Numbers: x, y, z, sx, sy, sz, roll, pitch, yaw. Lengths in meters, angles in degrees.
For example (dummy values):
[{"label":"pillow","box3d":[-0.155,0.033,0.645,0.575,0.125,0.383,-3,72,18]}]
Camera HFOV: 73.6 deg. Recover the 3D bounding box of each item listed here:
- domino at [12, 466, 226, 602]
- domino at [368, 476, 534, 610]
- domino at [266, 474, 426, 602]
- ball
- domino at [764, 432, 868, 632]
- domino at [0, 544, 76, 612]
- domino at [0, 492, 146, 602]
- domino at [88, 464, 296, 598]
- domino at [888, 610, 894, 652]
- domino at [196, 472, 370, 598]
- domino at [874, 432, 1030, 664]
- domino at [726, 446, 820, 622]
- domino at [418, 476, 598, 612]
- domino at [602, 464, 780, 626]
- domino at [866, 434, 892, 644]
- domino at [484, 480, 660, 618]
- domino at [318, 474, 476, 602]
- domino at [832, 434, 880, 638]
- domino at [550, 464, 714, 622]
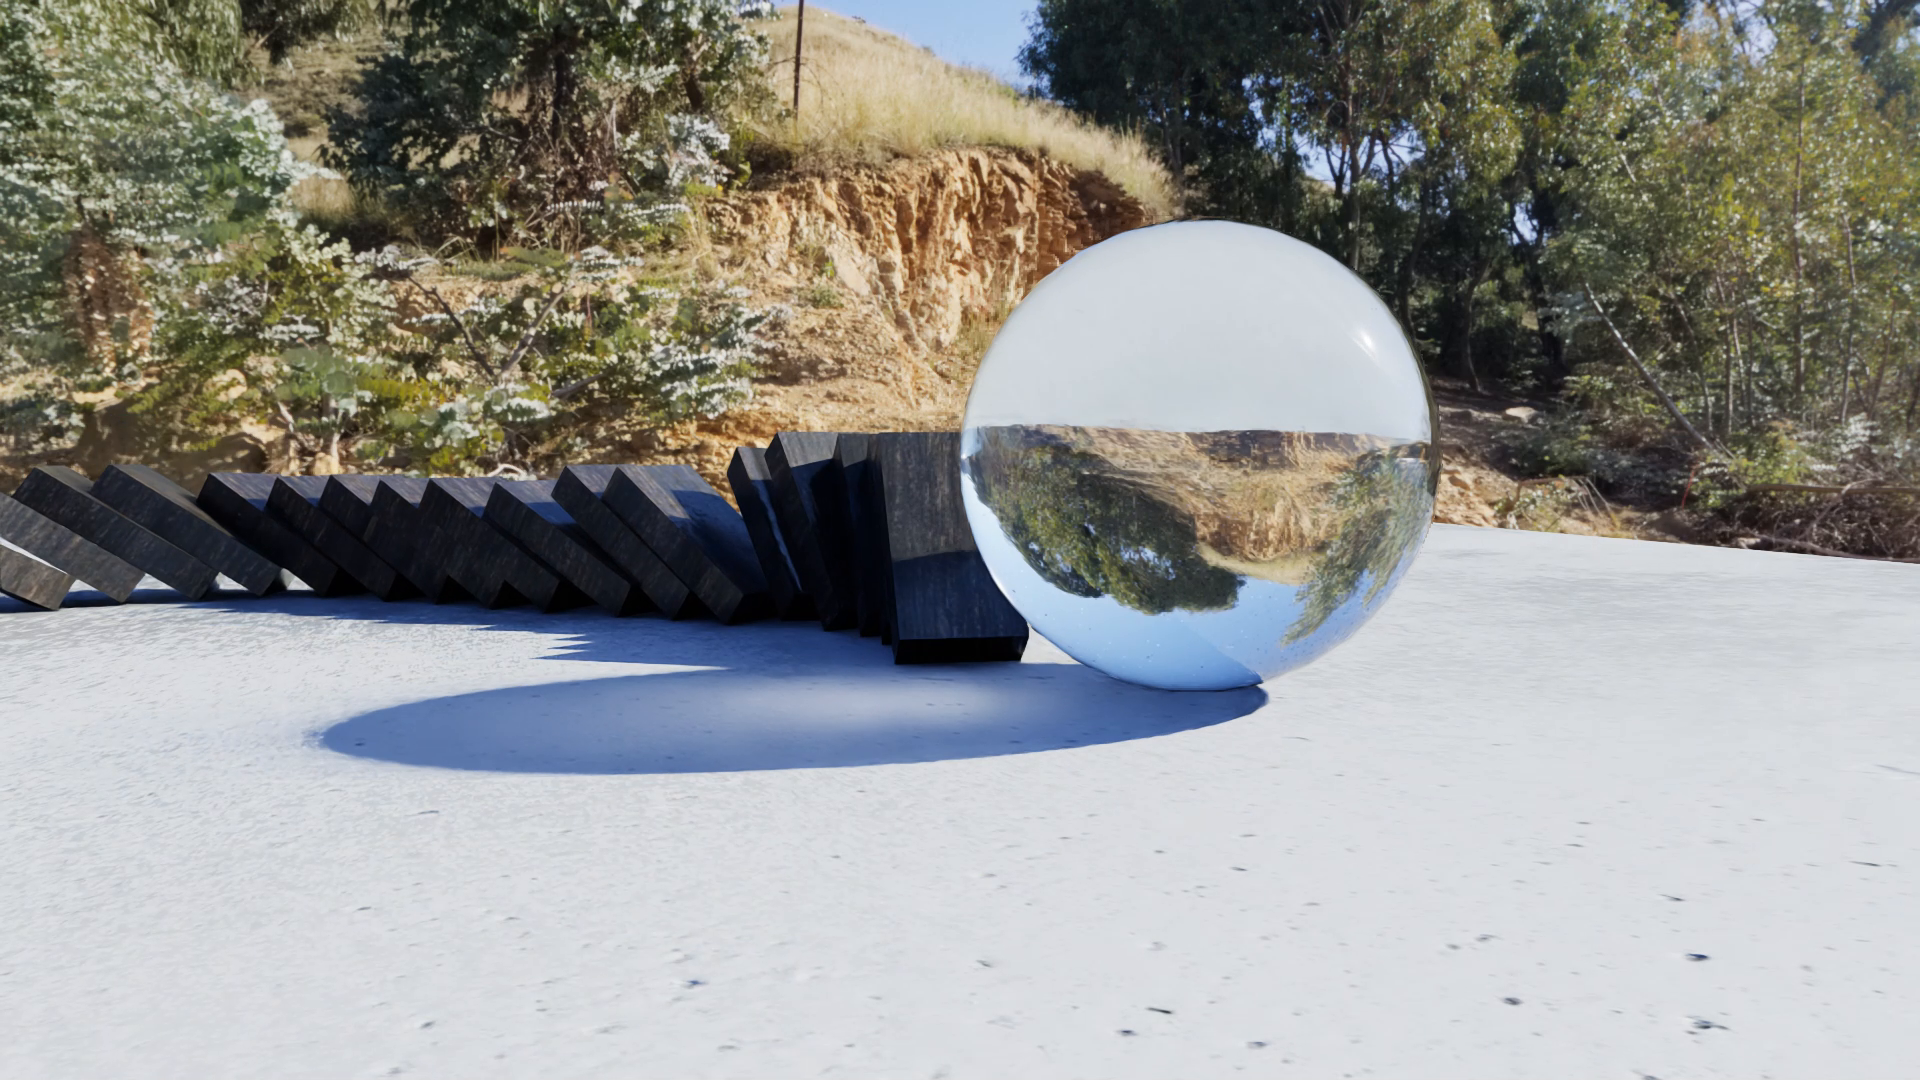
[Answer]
[{"label":"domino","box3d":[-0.227,-0.002,0.350,0.050,0.009,0.025,36,-8,-19]},{"label":"domino","box3d":[-0.132,0.000,0.347,0.050,0.009,0.025,34,17,20]},{"label":"domino","box3d":[-0.168,-0.001,0.362,0.050,0.009,0.025,34,16,17]},{"label":"ball","box3d":[0.040,-0.014,0.220,0.080,0.080,0.080,0,4,0]},{"label":"domino","box3d":[-0.027,-0.003,0.306,0.025,0.050,0.009,-3,-32,-34]},{"label":"domino","box3d":[-0.252,0.002,0.319,0.025,0.009,0.050,4,-26,40]},{"label":"domino","box3d":[-0.242,-0.002,0.336,0.050,0.010,0.025,41,-22,-31]},{"label":"domino","box3d":[-0.211,-0.003,0.357,0.050,0.010,0.025,35,-6,-13]},{"label":"domino","box3d":[-0.003,0.000,0.272,0.025,0.050,0.010,0,-35,-10]},{"label":"domino","box3d":[-0.189,-0.002,0.367,0.050,0.009,0.025,33,10,12]},{"label":"domino","box3d":[-0.003,0.001,0.260,0.025,0.050,0.010,-1,-35,-11]},{"label":"domino","box3d":[-0.038,-0.002,0.318,0.025,0.009,0.050,1,46,-32]},{"label":"domino","box3d":[-0.115,0.000,0.339,0.050,0.010,0.025,34,17,20]},{"label":"domino","box3d":[-0.063,0.000,0.319,0.050,0.009,0.025,42,24,22]},{"label":"domino","box3d":[-0.006,-0.001,0.284,0.025,0.050,0.009,-1,-35,-10]},{"label":"domino","box3d":[-0.096,0.001,0.332,0.050,0.009,0.025,33,17,20]},{"label":"domino","box3d":[-0.151,-0.001,0.357,0.050,0.009,0.025,34,15,19]},{"label":"domino","box3d":[-0.013,-0.002,0.296,0.025,0.050,0.010,-1,-34,-16]},{"label":"domino","box3d":[-0.078,0.000,0.326,0.050,0.010,0.025,41,22,21]}]
